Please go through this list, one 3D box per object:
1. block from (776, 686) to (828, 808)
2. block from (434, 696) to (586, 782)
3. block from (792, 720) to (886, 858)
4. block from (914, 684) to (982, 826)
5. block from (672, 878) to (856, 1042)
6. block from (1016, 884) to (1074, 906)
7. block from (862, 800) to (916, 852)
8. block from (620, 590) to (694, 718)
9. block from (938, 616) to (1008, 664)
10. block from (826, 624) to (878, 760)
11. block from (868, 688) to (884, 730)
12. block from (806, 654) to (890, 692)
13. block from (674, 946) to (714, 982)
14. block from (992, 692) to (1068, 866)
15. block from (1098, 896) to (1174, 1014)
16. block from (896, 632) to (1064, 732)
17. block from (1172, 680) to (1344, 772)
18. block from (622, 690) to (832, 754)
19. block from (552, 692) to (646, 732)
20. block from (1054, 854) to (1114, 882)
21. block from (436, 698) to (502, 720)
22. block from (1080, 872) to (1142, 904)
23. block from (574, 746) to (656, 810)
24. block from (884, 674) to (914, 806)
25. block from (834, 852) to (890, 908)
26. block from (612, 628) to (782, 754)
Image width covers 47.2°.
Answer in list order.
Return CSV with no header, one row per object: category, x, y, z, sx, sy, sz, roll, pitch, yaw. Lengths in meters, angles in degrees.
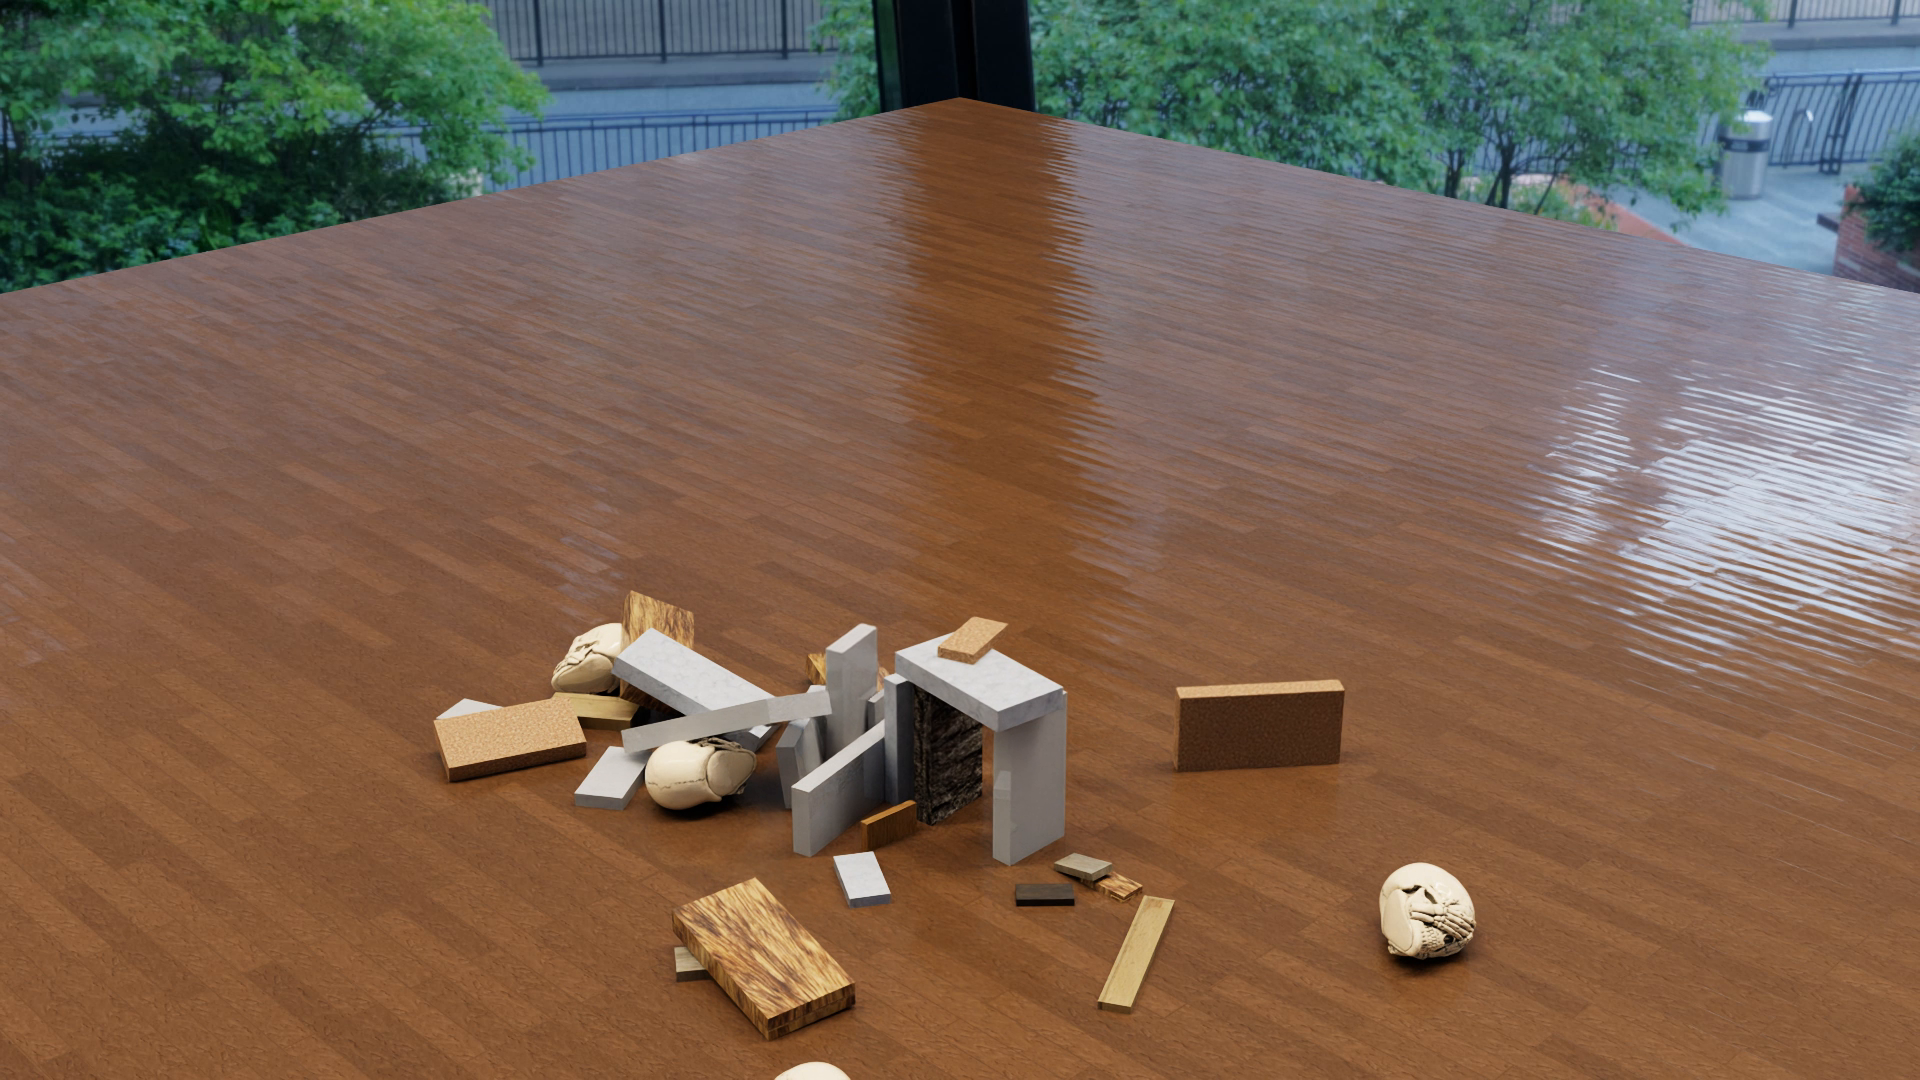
block,-0.317,0.427,4.570,0.040,0.140,0.281,-2,22,13
block,-0.954,0.420,4.664,0.291,0.041,0.145,-10,43,-22
block,-0.175,0.463,4.483,0.041,0.145,0.518,13,26,29
block,-0.023,0.397,4.416,0.045,0.320,0.160,18,29,36
block,-0.352,0.739,3.903,0.174,0.049,0.347,-18,34,-30
block,0.160,0.671,4.159,0.109,0.015,0.054,-1,23,-1
block,-0.140,0.565,4.346,0.128,0.064,0.018,-19,30,-38
block,-0.674,0.255,4.906,0.158,0.045,0.316,22,33,-23
block,0.026,0.198,4.333,0.078,0.022,0.157,11,25,25
block,-0.227,0.332,4.618,0.040,0.281,0.140,13,26,26
block,-0.172,0.388,4.682,0.018,0.128,0.064,12,26,26
block,-0.222,0.337,4.883,0.158,0.045,0.316,0,22,-21
block,-0.432,0.756,3.951,0.157,0.022,0.078,-4,23,-9
block,0.136,0.458,4.273,0.045,0.320,0.160,21,30,40
block,0.321,0.747,3.979,0.059,0.017,0.357,7,24,16
block,0.034,0.270,4.248,0.160,0.045,0.320,-17,28,-35
block,0.626,0.390,4.618,0.347,0.174,0.049,-2,23,-6
block,-0.483,0.375,4.517,0.446,0.049,0.174,-15,-7,40
block,-0.807,0.378,4.832,0.204,0.029,0.102,4,23,9
block,0.237,0.628,4.227,0.054,0.015,0.109,-20,16,-36
block,-1.023,0.398,4.785,0.204,0.029,0.102,10,25,22
block,0.289,0.656,4.195,0.109,0.015,0.054,21,31,40
block,-0.713,0.493,4.561,0.102,0.029,0.204,5,23,11
block,-0.087,0.392,4.477,0.140,0.281,0.040,-19,29,-37
block,-0.188,0.649,4.202,0.078,0.022,0.157,-6,24,-13
block,-0.561,0.324,4.770,0.360,0.045,0.158,28,29,8
